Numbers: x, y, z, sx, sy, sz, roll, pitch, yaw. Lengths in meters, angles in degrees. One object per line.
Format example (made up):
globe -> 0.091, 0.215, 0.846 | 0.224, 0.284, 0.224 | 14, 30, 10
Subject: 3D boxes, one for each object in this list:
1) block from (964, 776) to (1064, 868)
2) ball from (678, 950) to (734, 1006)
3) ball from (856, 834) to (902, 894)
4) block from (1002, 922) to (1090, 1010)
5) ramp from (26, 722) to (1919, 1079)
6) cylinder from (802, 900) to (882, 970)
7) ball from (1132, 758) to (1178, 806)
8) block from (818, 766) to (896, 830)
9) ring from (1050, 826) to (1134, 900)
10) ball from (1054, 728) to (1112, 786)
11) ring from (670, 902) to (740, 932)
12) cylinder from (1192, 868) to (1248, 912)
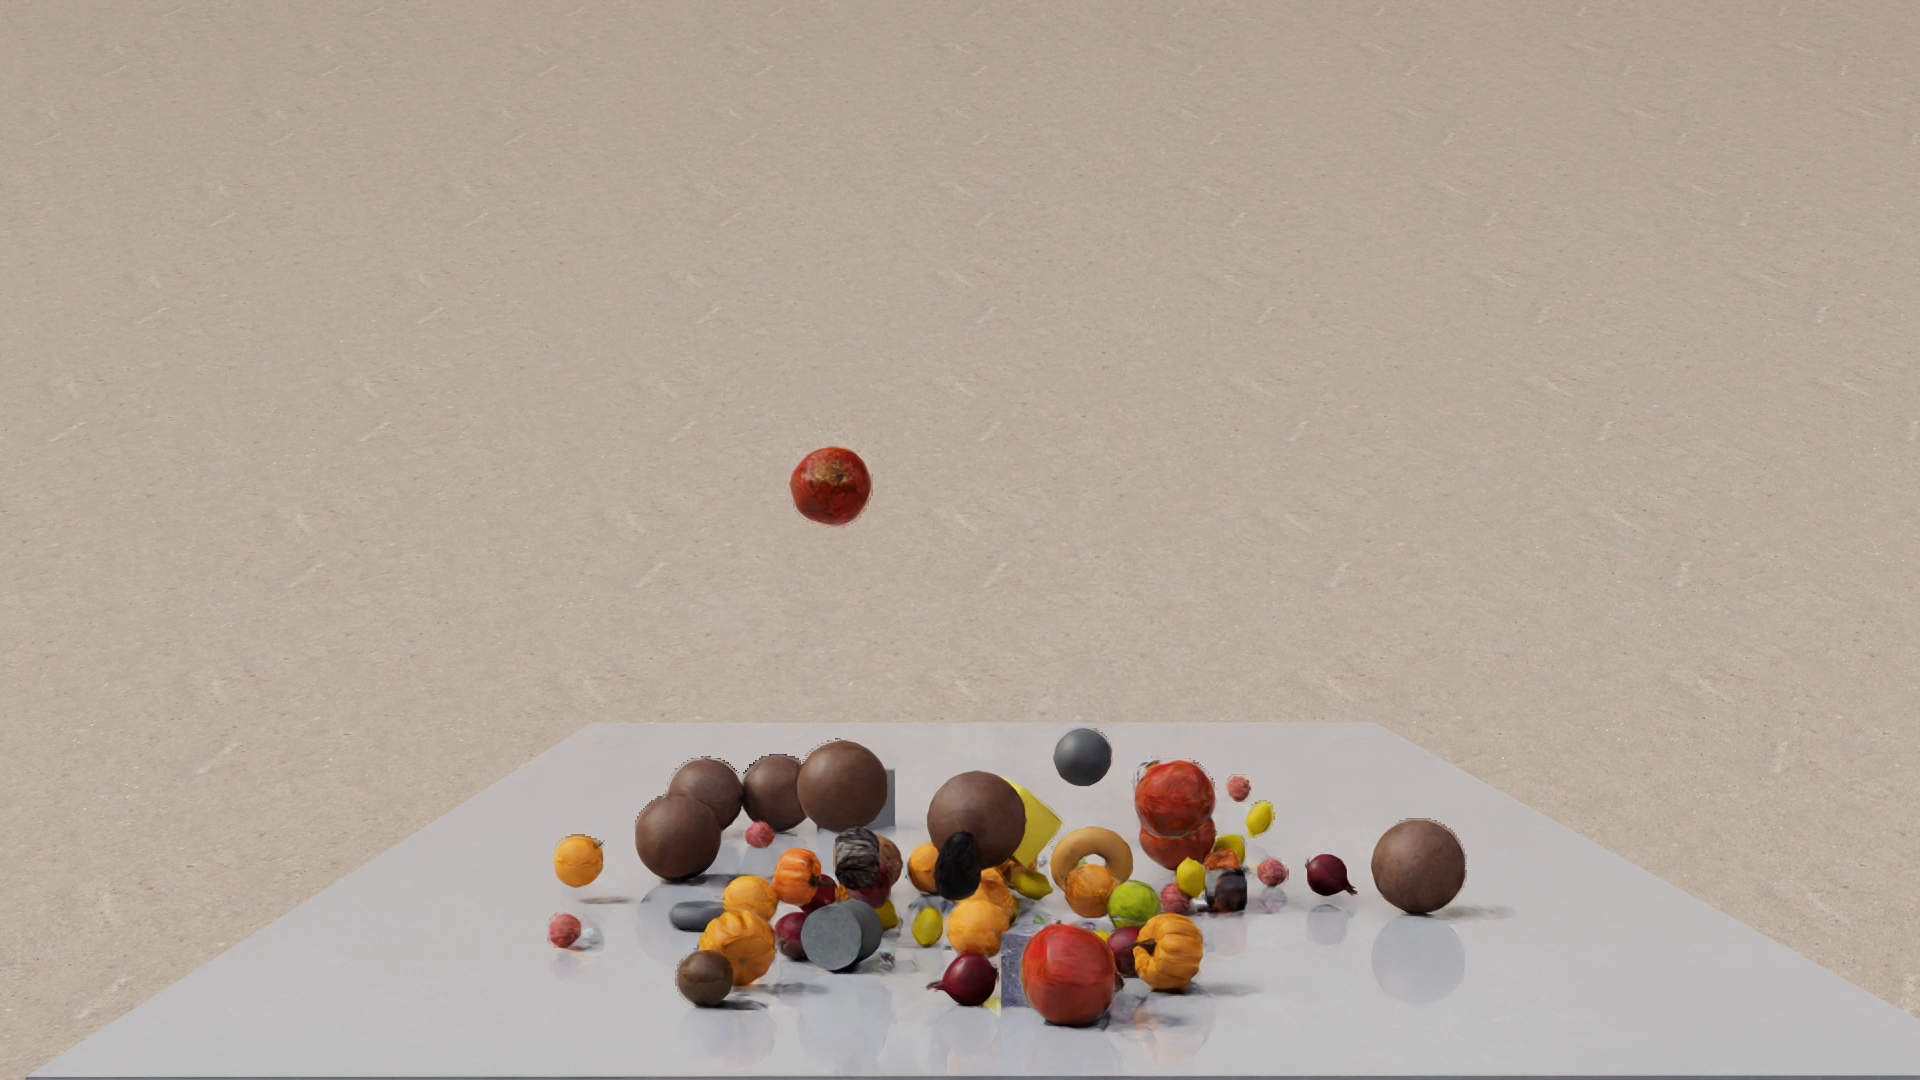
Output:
block -> 0.076, 0.400, 3.663 | 0.083, 0.083, 0.083 | -51, 21, -10
ball -> -0.290, 0.499, 2.944 | 0.064, 0.064, 0.064 | 0, 27, 0
ball -> -0.128, 0.473, 3.763 | 0.088, 0.088, 0.088 | 0, 27, 0
block -> 0.099, 0.489, 2.969 | 0.082, 0.082, 0.082 | 0, 1, 17
ramp -> 0.061, 0.552, 4.588 | 2.000, 0.100, 4.000 | 0, 1, 0
cylinder -> -0.145, 0.486, 3.181 | 0.078, 0.078, 0.078 | 9, 1, 17
ball -> 0.366, 0.453, 4.828 | 0.088, 0.088, 0.088 | 0, 27, 0
block -> -0.181, 0.453, 4.527 | 0.100, 0.100, 0.100 | 1, 1, 29
ring -> 0.184, 0.452, 3.606 | 0.117, 0.117, 0.039 | -1, 28, -2
ball -> 0.183, 0.324, 3.851 | 0.086, 0.086, 0.086 | 0, 27, 0
ring -> -0.344, 0.506, 3.476 | 0.094, 0.031, 0.094 | 1, 0, 0
cylinder -> 0.362, 0.489, 3.600 | 0.060, 0.060, 0.060 | 1, 26, -14
